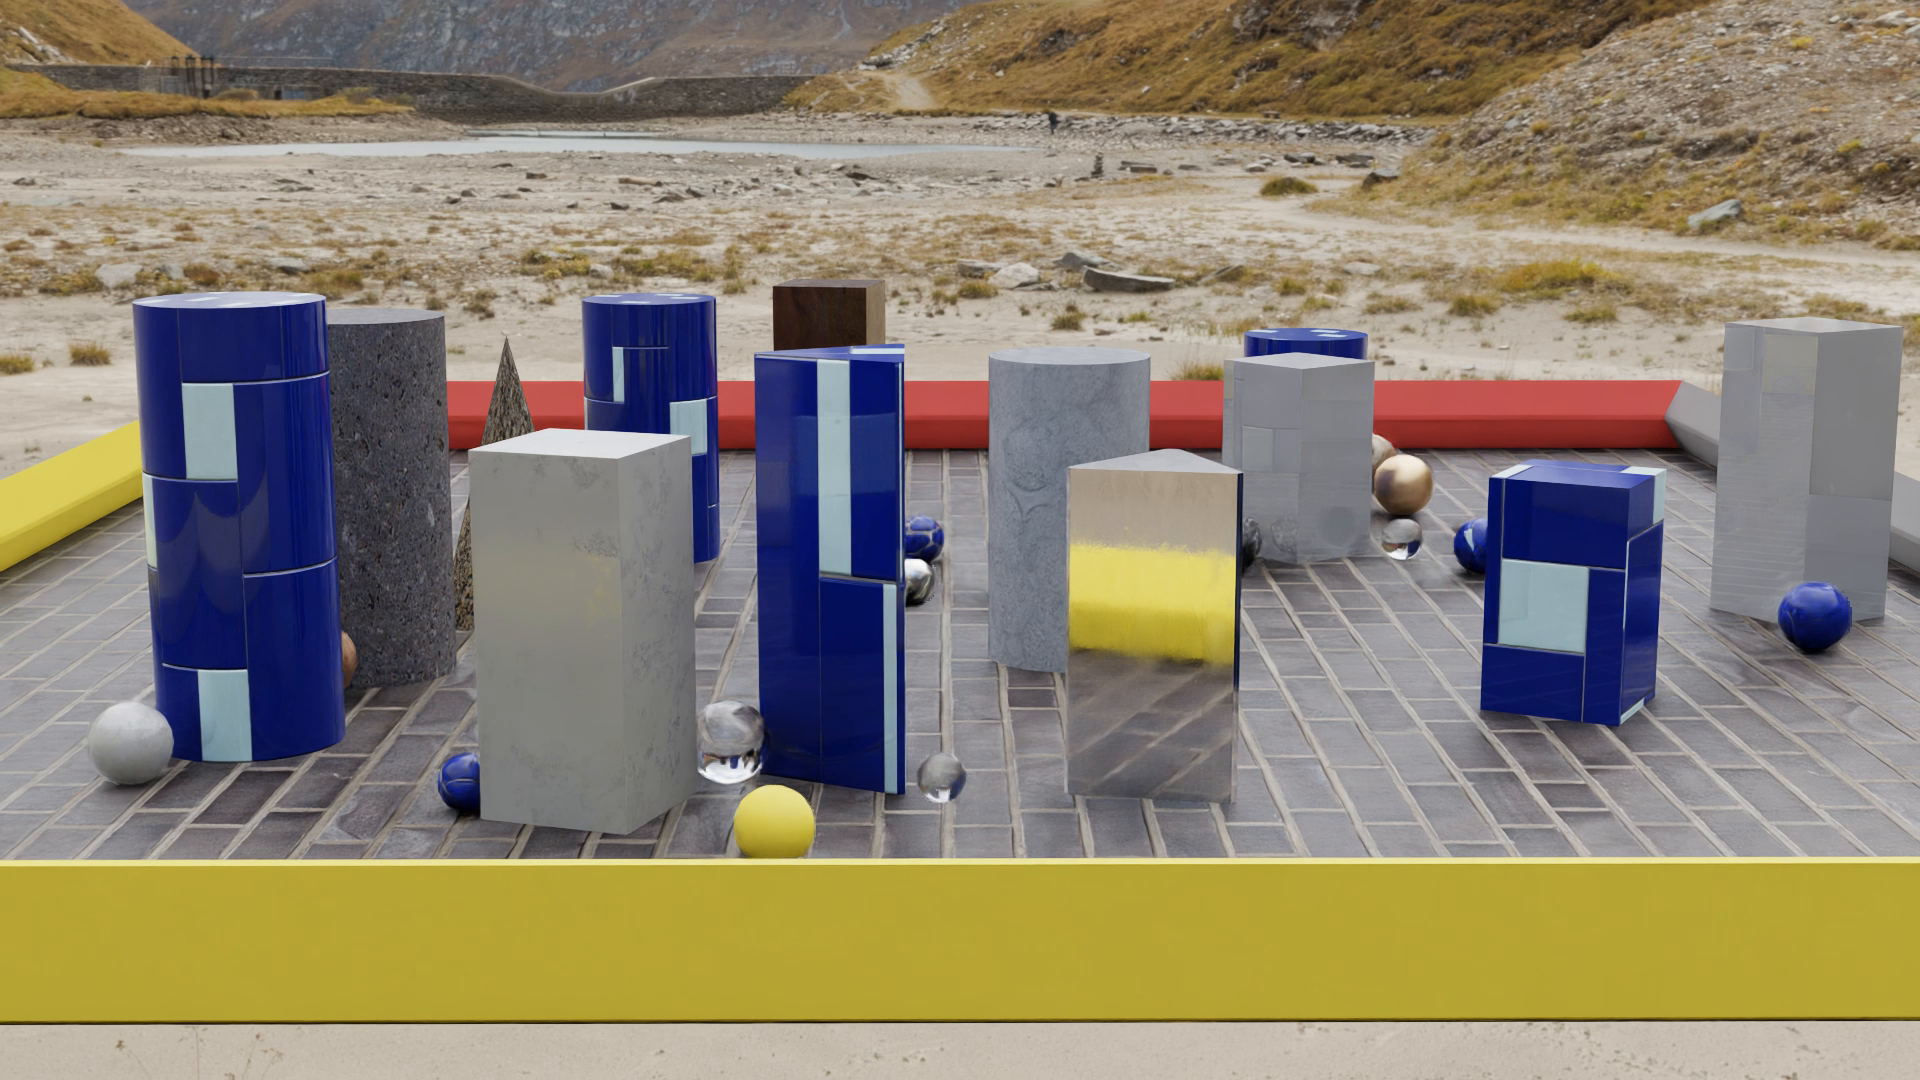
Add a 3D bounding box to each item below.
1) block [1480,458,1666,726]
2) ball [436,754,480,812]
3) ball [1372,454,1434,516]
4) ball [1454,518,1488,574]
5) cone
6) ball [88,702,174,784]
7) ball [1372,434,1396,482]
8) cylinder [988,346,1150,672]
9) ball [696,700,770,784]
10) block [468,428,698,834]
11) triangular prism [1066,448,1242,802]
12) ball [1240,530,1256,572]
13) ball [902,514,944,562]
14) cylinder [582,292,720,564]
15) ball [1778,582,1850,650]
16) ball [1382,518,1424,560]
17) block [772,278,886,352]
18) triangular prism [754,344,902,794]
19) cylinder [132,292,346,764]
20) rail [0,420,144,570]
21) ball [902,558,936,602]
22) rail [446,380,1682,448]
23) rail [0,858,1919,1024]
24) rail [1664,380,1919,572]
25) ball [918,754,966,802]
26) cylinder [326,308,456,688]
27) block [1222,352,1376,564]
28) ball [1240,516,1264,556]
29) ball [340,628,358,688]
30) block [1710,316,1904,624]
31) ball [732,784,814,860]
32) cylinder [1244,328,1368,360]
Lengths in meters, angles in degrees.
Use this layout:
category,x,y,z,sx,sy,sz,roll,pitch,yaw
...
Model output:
category,x,y,z,sx,sy,sz,roll,pitch,yaw
block,0.704,0.056,2.945,0.159,0.269,0.159,6,12,29
ball,-0.488,0.240,2.537,0.057,0.057,0.057,0,10,0
ball,0.727,-0.090,4.206,0.099,0.099,0.099,0,10,0
ball,0.757,0.008,3.717,0.082,0.082,0.082,0,10,0
cone,-0.596,-0.084,3.402,0.199,0.378,0.199,0,10,0
ball,-0.851,0.208,2.632,0.084,0.084,0.084,0,10,0
ball,0.713,-0.137,4.468,0.096,0.096,0.096,0,10,0
cylinder,0.134,-0.042,3.181,0.199,0.376,0.199,0,10,0
ball,-0.237,0.207,2.631,0.087,0.087,0.087,0,10,0
block,-0.368,0.085,2.526,0.159,0.365,0.159,4,11,19
triangular prism,0.206,0.082,2.625,0.172,0.334,0.149,2,11,12
ball,0.397,0.017,3.723,0.064,0.064,0.064,0,10,0
ball,-0.059,-0.001,3.797,0.072,0.072,0.072,0,10,0
cylinder,-0.461,-0.168,3.837,0.199,0.386,0.199,0,10,0
ball,1.076,0.096,3.232,0.086,0.086,0.086,0,10,0
ball,0.660,-0.002,3.826,0.063,0.063,0.063,0,10,0
block,-0.220,-0.255,4.365,0.159,0.364,0.159,2,11,10
triangular prism,-0.098,0.022,2.661,0.172,0.439,0.149,6,12,28
cylinder,-0.775,-0.019,2.767,0.199,0.481,0.199,0,10,0
rail,-1.375,0.035,3.441,0.045,0.129,3.019,0,10,0
ball,-0.063,0.055,3.521,0.061,0.061,0.061,0,10,0
rail,-0.009,-0.237,4.910,2.797,0.129,0.045,0,10,0
rail,0.009,0.303,1.988,2.797,0.129,0.045,0,10,0
rail,1.375,0.032,3.457,0.045,0.129,3.019,0,10,0
ball,-0.018,0.238,2.568,0.049,0.049,0.049,0,10,0
cylinder,-0.716,-0.055,3.097,0.199,0.432,0.199,0,10,0
block,0.509,-0.127,3.875,0.159,0.290,0.159,-9,13,-39
ball,0.412,-0.001,3.796,0.072,0.072,0.072,0,10,0
ball,-0.747,0.140,2.985,0.090,0.090,0.090,0,10,0
block,1.129,-0.094,3.429,0.159,0.389,0.159,-6,12,-29
ball,-0.172,0.263,2.362,0.075,0.075,0.075,0,10,0
cylinder,0.556,-0.183,4.153,0.199,0.301,0.199,0,10,0
